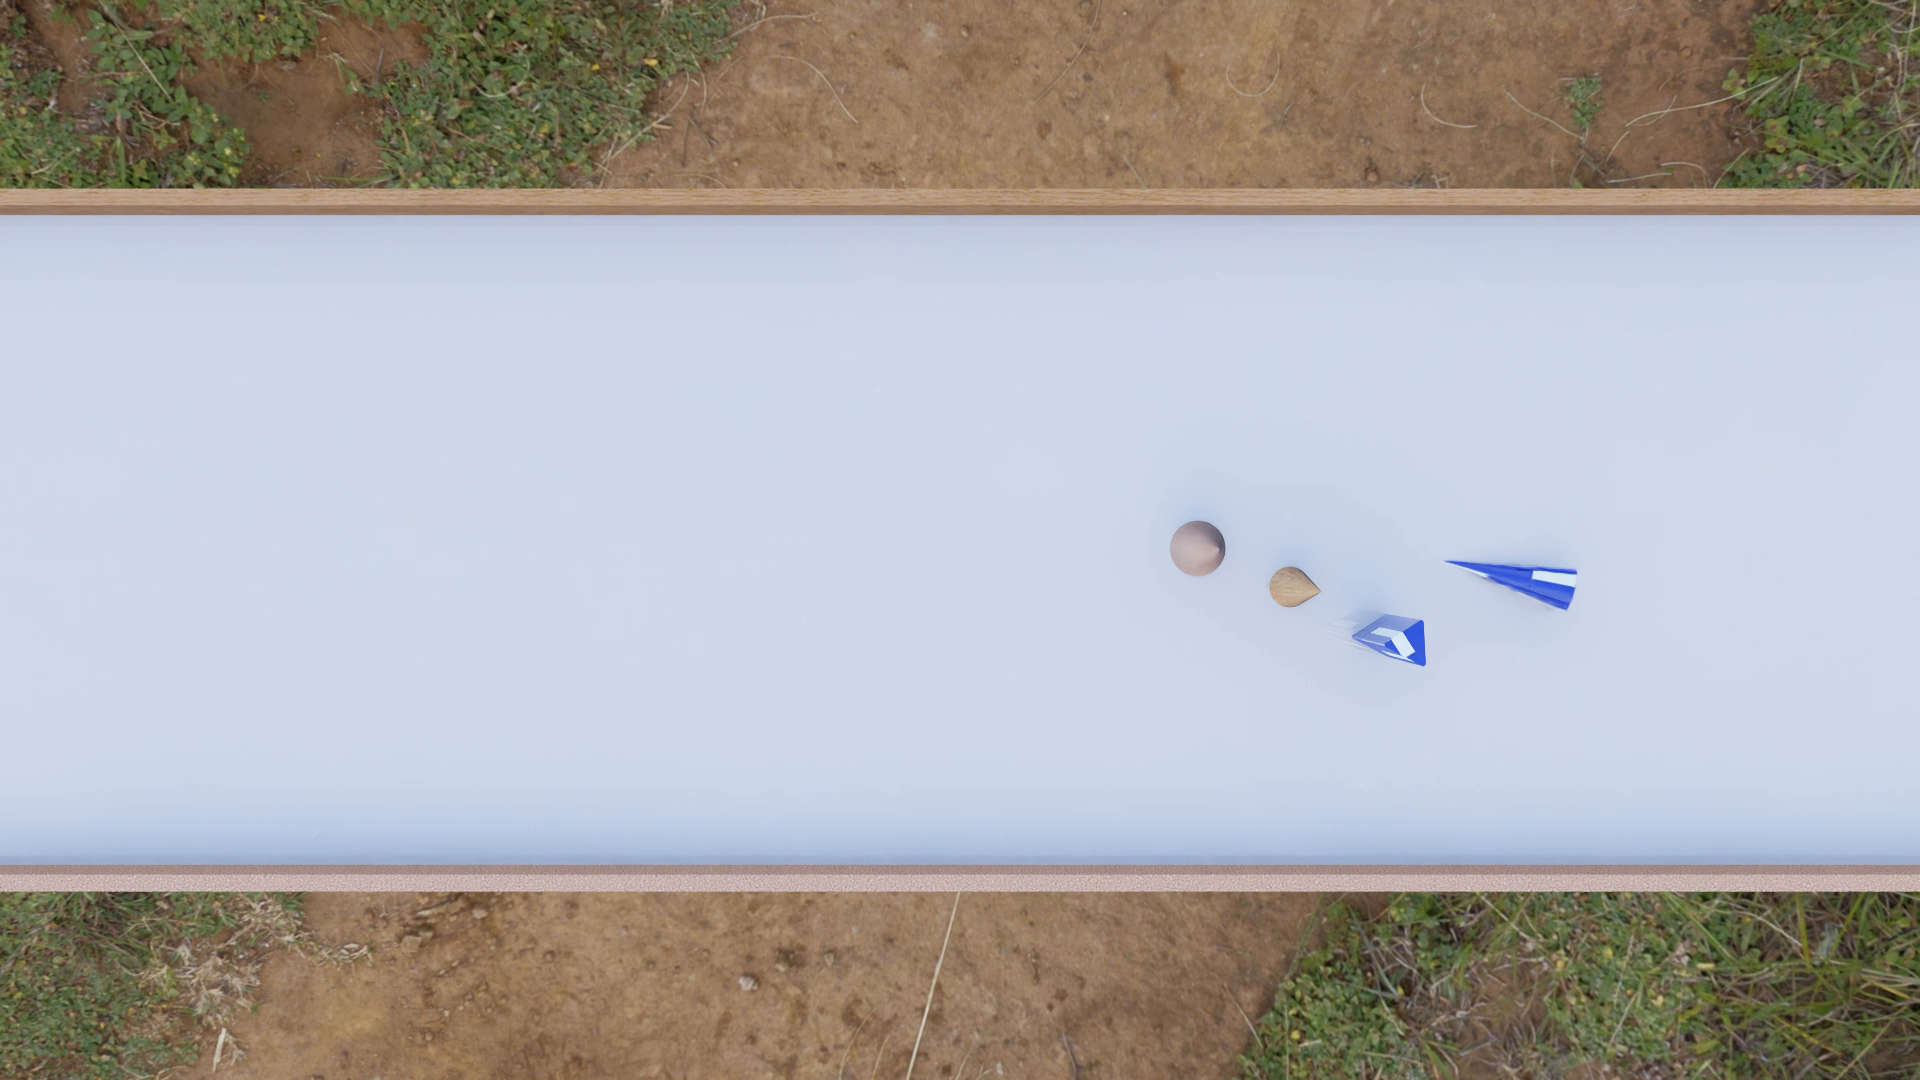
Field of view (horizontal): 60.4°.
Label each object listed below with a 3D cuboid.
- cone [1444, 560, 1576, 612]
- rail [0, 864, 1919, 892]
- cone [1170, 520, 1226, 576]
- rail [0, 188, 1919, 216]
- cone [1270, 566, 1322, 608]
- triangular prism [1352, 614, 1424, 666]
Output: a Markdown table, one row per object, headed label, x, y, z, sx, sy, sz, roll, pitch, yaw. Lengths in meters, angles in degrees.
| label | x | y | z | sx | sy | sz | roll | pitch | yaw |
| --- | --- | --- | --- | --- | --- | --- | --- | --- | --- |
| cone | 1.671 | 0.109 | 5.045 | 0.384 | 0.129 | 0.129 | 14 | 90 | 10 |
| rail | -2.247 | 1.025 | 5.001 | 12.000 | 0.150 | 0.050 | 0 | 90 | 0 |
| cone | 0.732 | 0.026 | 4.862 | 0.172 | 0.429 | 0.172 | 0 | 90 | 0 |
| rail | -2.247 | -1.025 | 5.002 | 12.000 | 0.150 | 0.050 | 0 | 90 | 0 |
| cone | 1.015 | 0.145 | 4.852 | 0.126 | 0.449 | 0.126 | 0 | 90 | 0 |
| triangular prism | 1.289 | 0.278 | 4.881 | 0.129 | 0.392 | 0.112 | 27 | 90 | 0 |
